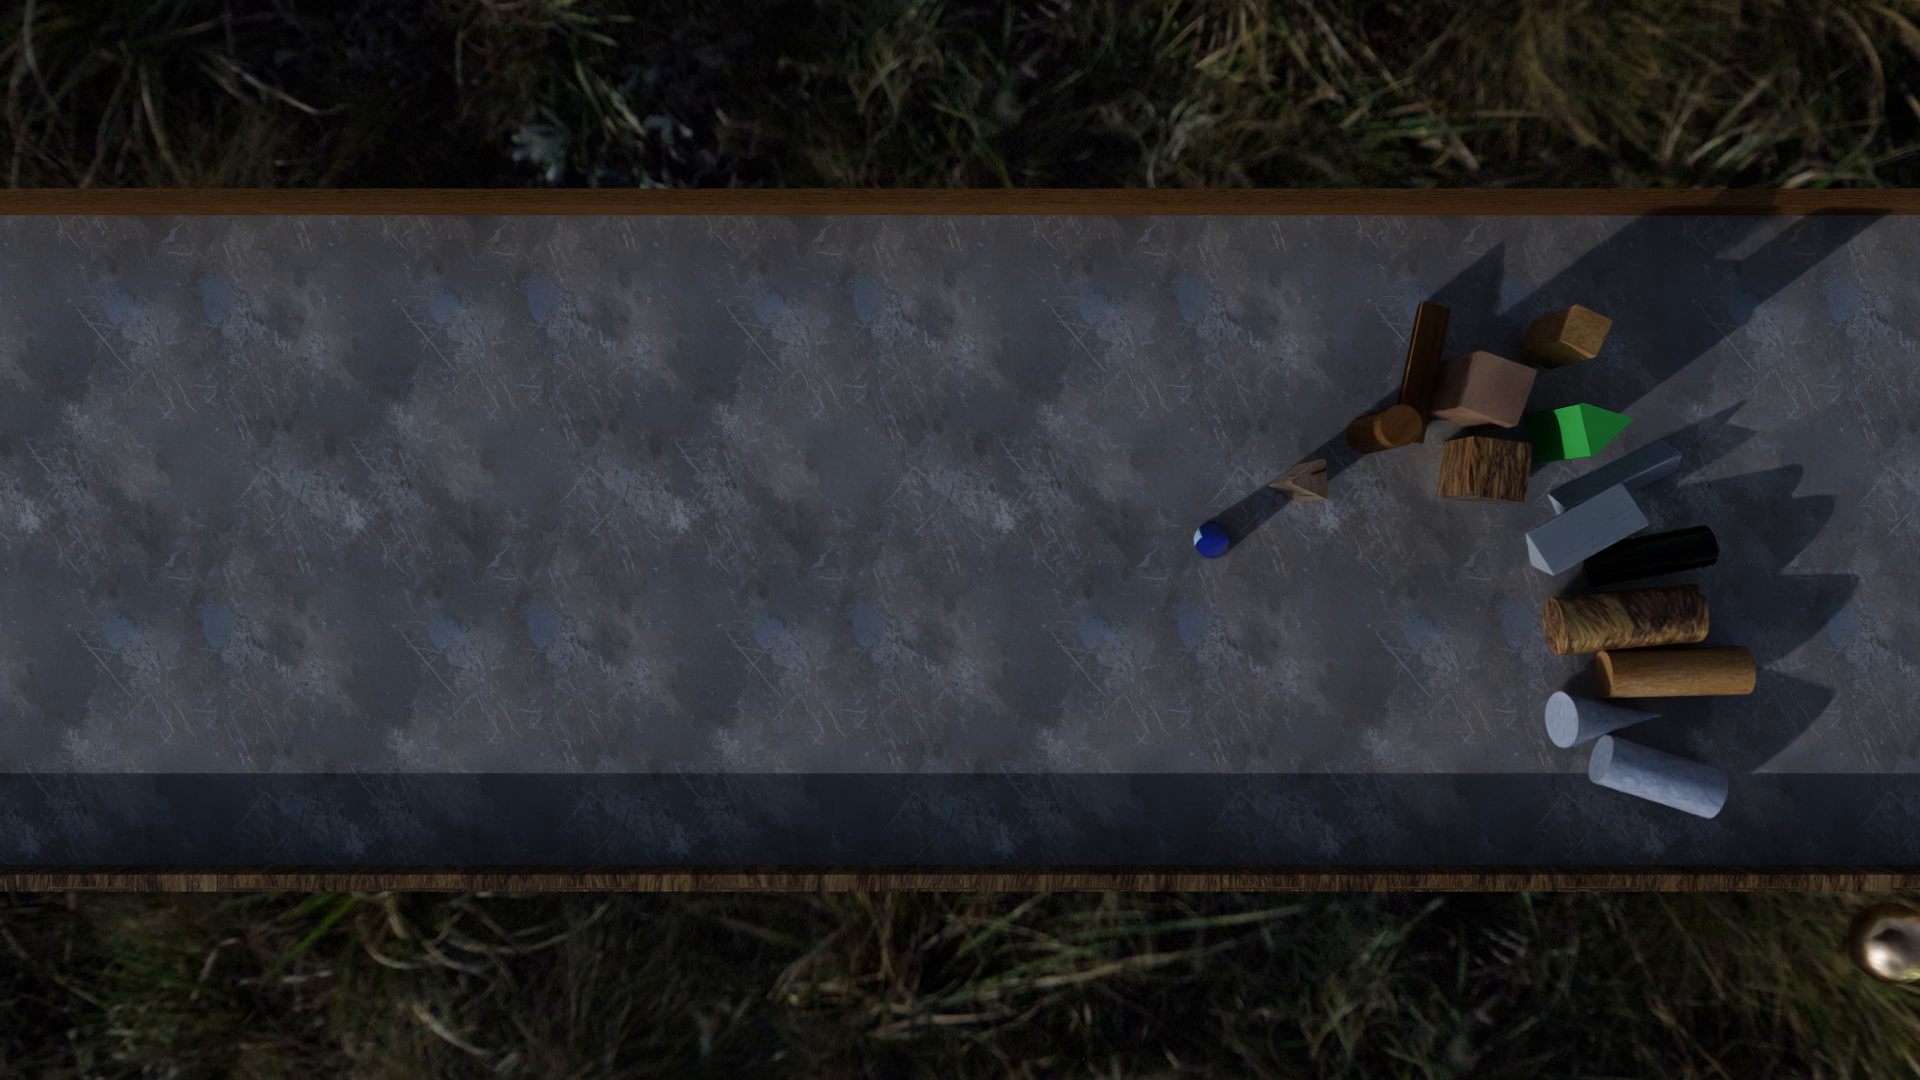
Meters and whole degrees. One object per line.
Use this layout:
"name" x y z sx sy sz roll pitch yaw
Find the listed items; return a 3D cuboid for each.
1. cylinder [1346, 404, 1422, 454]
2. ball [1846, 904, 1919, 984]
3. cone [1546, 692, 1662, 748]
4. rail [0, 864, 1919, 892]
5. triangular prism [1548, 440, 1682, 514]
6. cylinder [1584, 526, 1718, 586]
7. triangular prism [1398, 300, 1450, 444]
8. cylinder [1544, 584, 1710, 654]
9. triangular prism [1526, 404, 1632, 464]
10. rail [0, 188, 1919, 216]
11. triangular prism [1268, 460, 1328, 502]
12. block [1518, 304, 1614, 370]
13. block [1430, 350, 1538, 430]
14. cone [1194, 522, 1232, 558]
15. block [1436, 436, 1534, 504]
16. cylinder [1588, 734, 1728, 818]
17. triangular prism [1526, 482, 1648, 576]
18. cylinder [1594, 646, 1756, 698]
"cylinder" 1.249 -0.324 4.872 0.117 0.408 0.117 0 90 0
"ball" 3.788 1.641 6.703 0.323 0.323 0.323 0 90 0
"cone" 1.992 0.541 5.035 0.352 0.171 0.171 -1 90 -14
"rail" -2.247 1.025 5.001 12.000 0.150 0.050 0 90 0
"triangular prism" 2.007 -0.178 5.029 0.390 0.090 0.104 -25 90 0
"cylinder" 2.098 0.048 5.015 0.358 0.123 0.123 -10 90 0
"triangular prism" 1.380 -0.511 5.006 0.107 0.092 0.418 12 90 39
"cylinder" 2.011 0.239 4.988 0.431 0.178 0.178 -5 90 0
"triangular prism" 1.785 -0.336 4.851 0.153 0.451 0.132 -43 90 0
"rail" -2.247 -1.025 5.002 12.000 0.150 0.050 0 90 0
"triangular prism" 1.016 -0.186 4.885 0.114 0.383 0.099 25 90 0
"block" 1.789 -0.599 4.891 0.113 0.371 0.113 25 90 0
"block" 1.534 -0.437 4.878 0.170 0.391 0.170 19 92 0
"cone" 0.778 0.000 4.917 0.115 0.319 0.115 0 90 0
"block" 1.563 -0.205 4.925 0.172 0.304 0.172 8 90 0
"cylinder" 2.115 0.716 5.000 0.361 0.154 0.154 17 90 0
"triangular prism" 1.896 -0.011 4.975 0.324 0.132 0.153 -29 133 0
"cylinder" 2.166 0.401 5.003 0.428 0.147 0.147 -2 90 0
